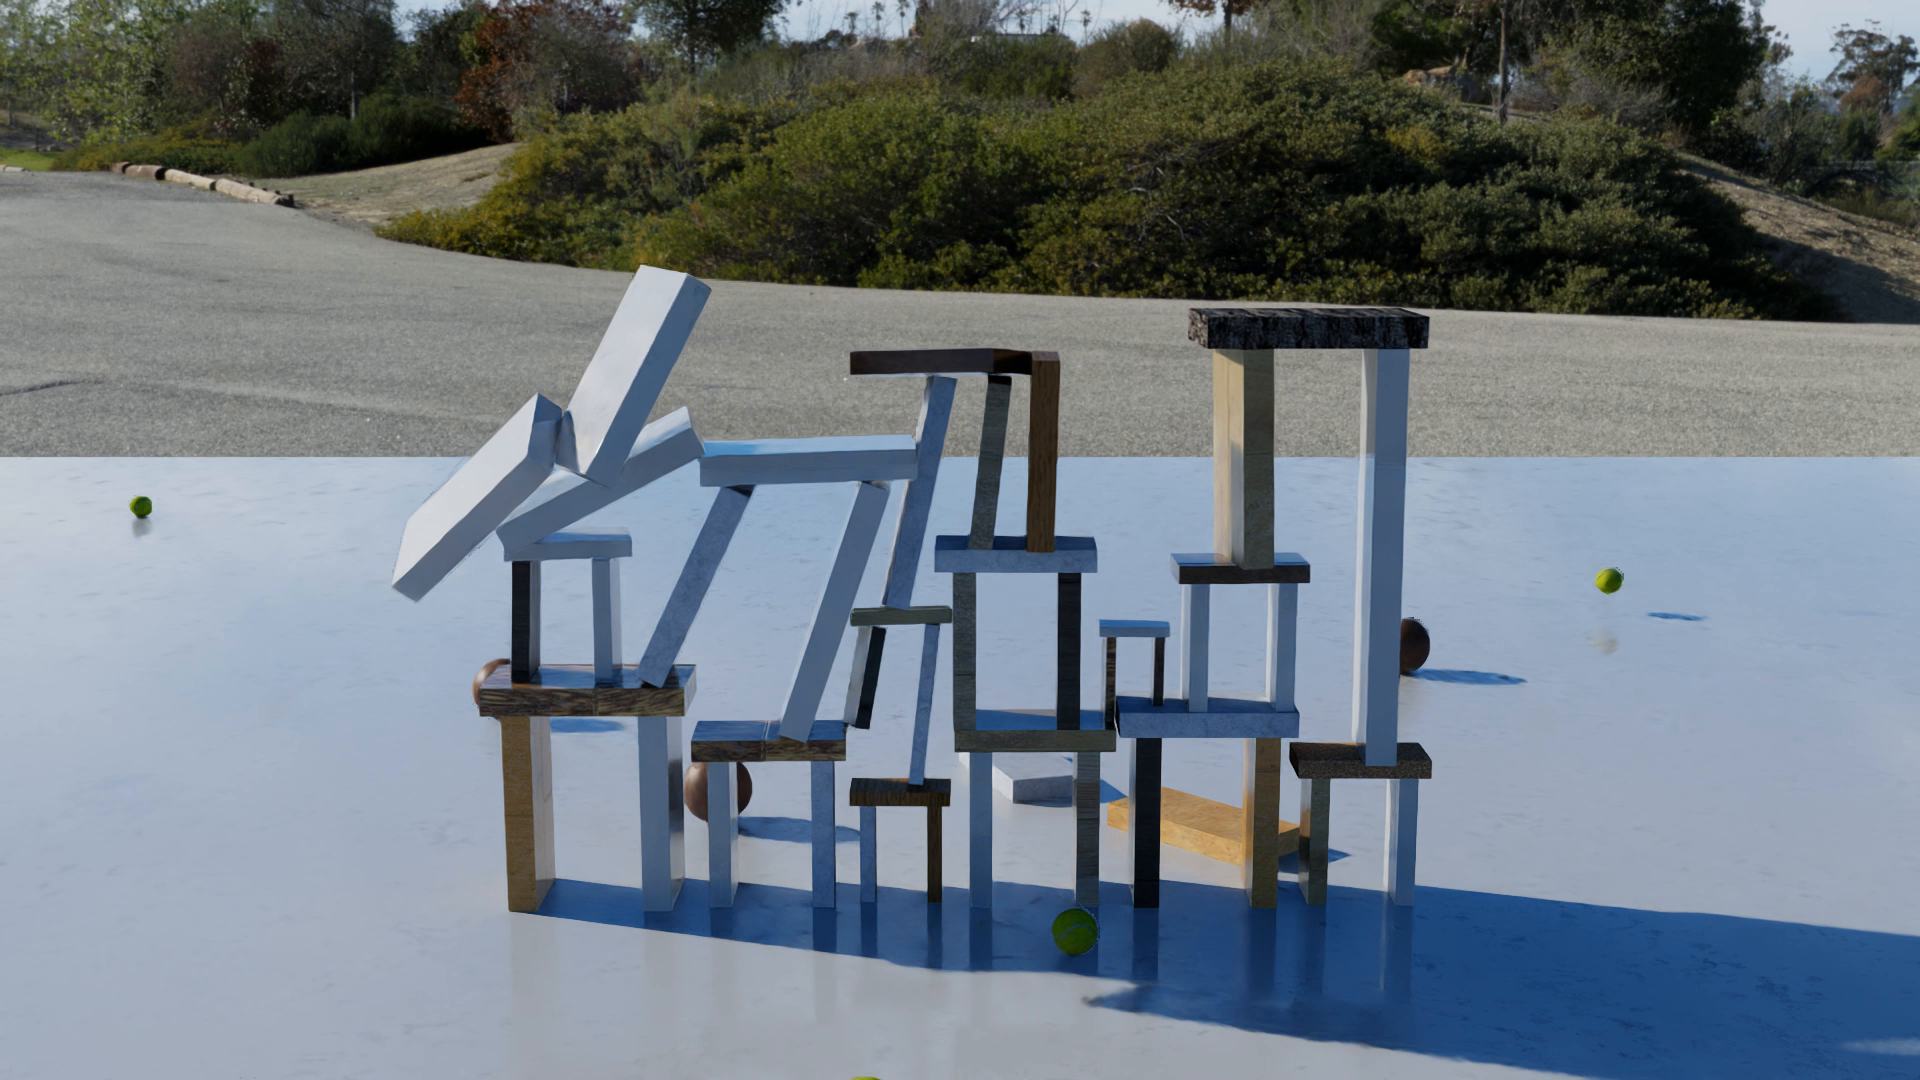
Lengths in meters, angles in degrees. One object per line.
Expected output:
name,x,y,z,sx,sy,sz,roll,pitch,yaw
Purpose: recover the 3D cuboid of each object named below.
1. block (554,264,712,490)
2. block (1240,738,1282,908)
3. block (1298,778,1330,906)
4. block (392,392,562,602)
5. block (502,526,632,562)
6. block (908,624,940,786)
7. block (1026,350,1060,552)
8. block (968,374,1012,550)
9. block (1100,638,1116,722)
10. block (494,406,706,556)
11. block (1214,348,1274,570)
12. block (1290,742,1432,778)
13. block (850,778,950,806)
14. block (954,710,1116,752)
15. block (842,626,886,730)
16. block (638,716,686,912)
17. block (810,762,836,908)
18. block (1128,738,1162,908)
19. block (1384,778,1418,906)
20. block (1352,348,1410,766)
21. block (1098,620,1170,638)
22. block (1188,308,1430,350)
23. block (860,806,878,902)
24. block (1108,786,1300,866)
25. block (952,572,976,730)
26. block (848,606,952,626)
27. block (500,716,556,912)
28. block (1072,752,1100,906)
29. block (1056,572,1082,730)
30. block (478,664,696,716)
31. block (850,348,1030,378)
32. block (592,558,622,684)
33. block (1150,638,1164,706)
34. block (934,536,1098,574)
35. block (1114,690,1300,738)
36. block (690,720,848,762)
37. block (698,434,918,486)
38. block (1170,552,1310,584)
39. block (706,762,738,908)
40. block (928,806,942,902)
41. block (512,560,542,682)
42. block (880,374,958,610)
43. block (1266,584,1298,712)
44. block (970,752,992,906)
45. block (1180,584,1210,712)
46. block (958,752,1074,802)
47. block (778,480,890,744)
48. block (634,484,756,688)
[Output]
block,-0.518,-0.257,3.410,0.049,0.344,0.172,30,-6,-34
block,0.498,0.447,3.646,0.041,0.289,0.144,0,11,0
block,0.587,0.484,3.647,0.031,0.216,0.108,0,11,0
block,-0.762,-0.066,3.469,0.049,0.344,0.172,37,27,-27
block,-0.636,0.006,3.559,0.202,0.029,0.101,-2,13,-12
block,-0.059,0.267,3.631,0.024,0.263,0.083,6,2,0
block,0.132,-0.144,3.525,0.043,0.304,0.152,2,11,1
block,0.049,-0.126,3.538,0.037,0.264,0.132,7,11,0
block,0.244,0.221,3.619,0.016,0.145,0.057,0,11,-4
block,-0.573,-0.097,3.498,0.344,0.049,0.172,-28,18,-2
block,0.454,-0.140,3.524,0.049,0.347,0.174,-3,11,-9
block,0.658,0.363,3.624,0.216,0.031,0.108,0,11,0
block,-0.098,0.417,3.635,0.165,0.023,0.082,0,11,1
block,0.121,0.314,3.621,0.262,0.037,0.131,0,11,0
block,-0.158,0.223,3.620,0.024,0.166,0.083,10,0,-18
block,-0.492,0.429,3.636,0.047,0.328,0.164,0,11,1
block,-0.226,0.468,3.642,0.035,0.249,0.125,0,11,-2
block,0.306,0.447,3.647,0.041,0.289,0.144,0,11,0
block,0.731,0.484,3.647,0.031,0.216,0.108,0,11,0
block,0.679,0.018,3.560,0.049,0.671,0.174,0,10,3
block,0.284,0.144,3.590,0.114,0.016,0.057,0,11,2
block,0.550,-0.337,3.494,0.347,0.049,0.174,0,11,-4
block,-0.152,0.509,3.653,0.023,0.165,0.082,0,11,1
block,0.438,0.514,3.958,0.152,0.043,0.329,-10,14,-42
block,0.006,0.168,3.596,0.037,0.259,0.130,0,11,-1
block,-0.099,0.125,3.626,0.167,0.024,0.083,-2,2,-6
block,-0.713,0.429,3.637,0.047,0.329,0.164,0,11,0
block,0.209,0.461,3.647,0.037,0.262,0.131,0,11,0
block,0.176,0.168,3.594,0.037,0.259,0.130,0,11,1
block,-0.605,0.245,3.598,0.328,0.047,0.164,0,11,0
block,-0.032,-0.288,3.585,0.264,0.037,0.132,1,2,28
block,-0.574,0.122,3.577,0.029,0.203,0.101,0,11,0
block,0.323,0.209,3.601,0.016,0.114,0.057,1,11,0
block,0.090,0.022,3.568,0.259,0.037,0.130,0,11,1
block,0.402,0.286,3.613,0.289,0.041,0.144,0,11,0
block,-0.311,0.329,3.611,0.249,0.035,0.125,0,11,-1
block,-0.244,-0.129,3.536,0.341,0.048,0.171,-2,11,-4
block,0.452,0.046,3.558,0.211,0.030,0.105,0,11,-3
block,-0.392,0.468,3.642,0.035,0.249,0.125,0,11,0
block,-0.042,0.509,3.652,0.023,0.165,0.082,0,11,0
block,-0.706,0.119,3.581,0.029,0.202,0.101,3,13,-1
block,-0.069,-0.079,3.623,0.037,0.384,0.132,12,1,-6
block,0.524,0.163,3.584,0.030,0.211,0.105,0,11,-1
block,0.034,0.461,3.647,0.037,0.262,0.131,0,11,0
block,0.382,0.164,3.577,0.030,0.211,0.105,0,11,-2
block,0.121,0.446,4.324,0.152,0.043,0.304,-3,11,-19
block,-0.203,0.102,3.575,0.048,0.432,0.171,18,9,-5
block,-0.428,0.060,3.567,0.048,0.341,0.171,25,9,-6
